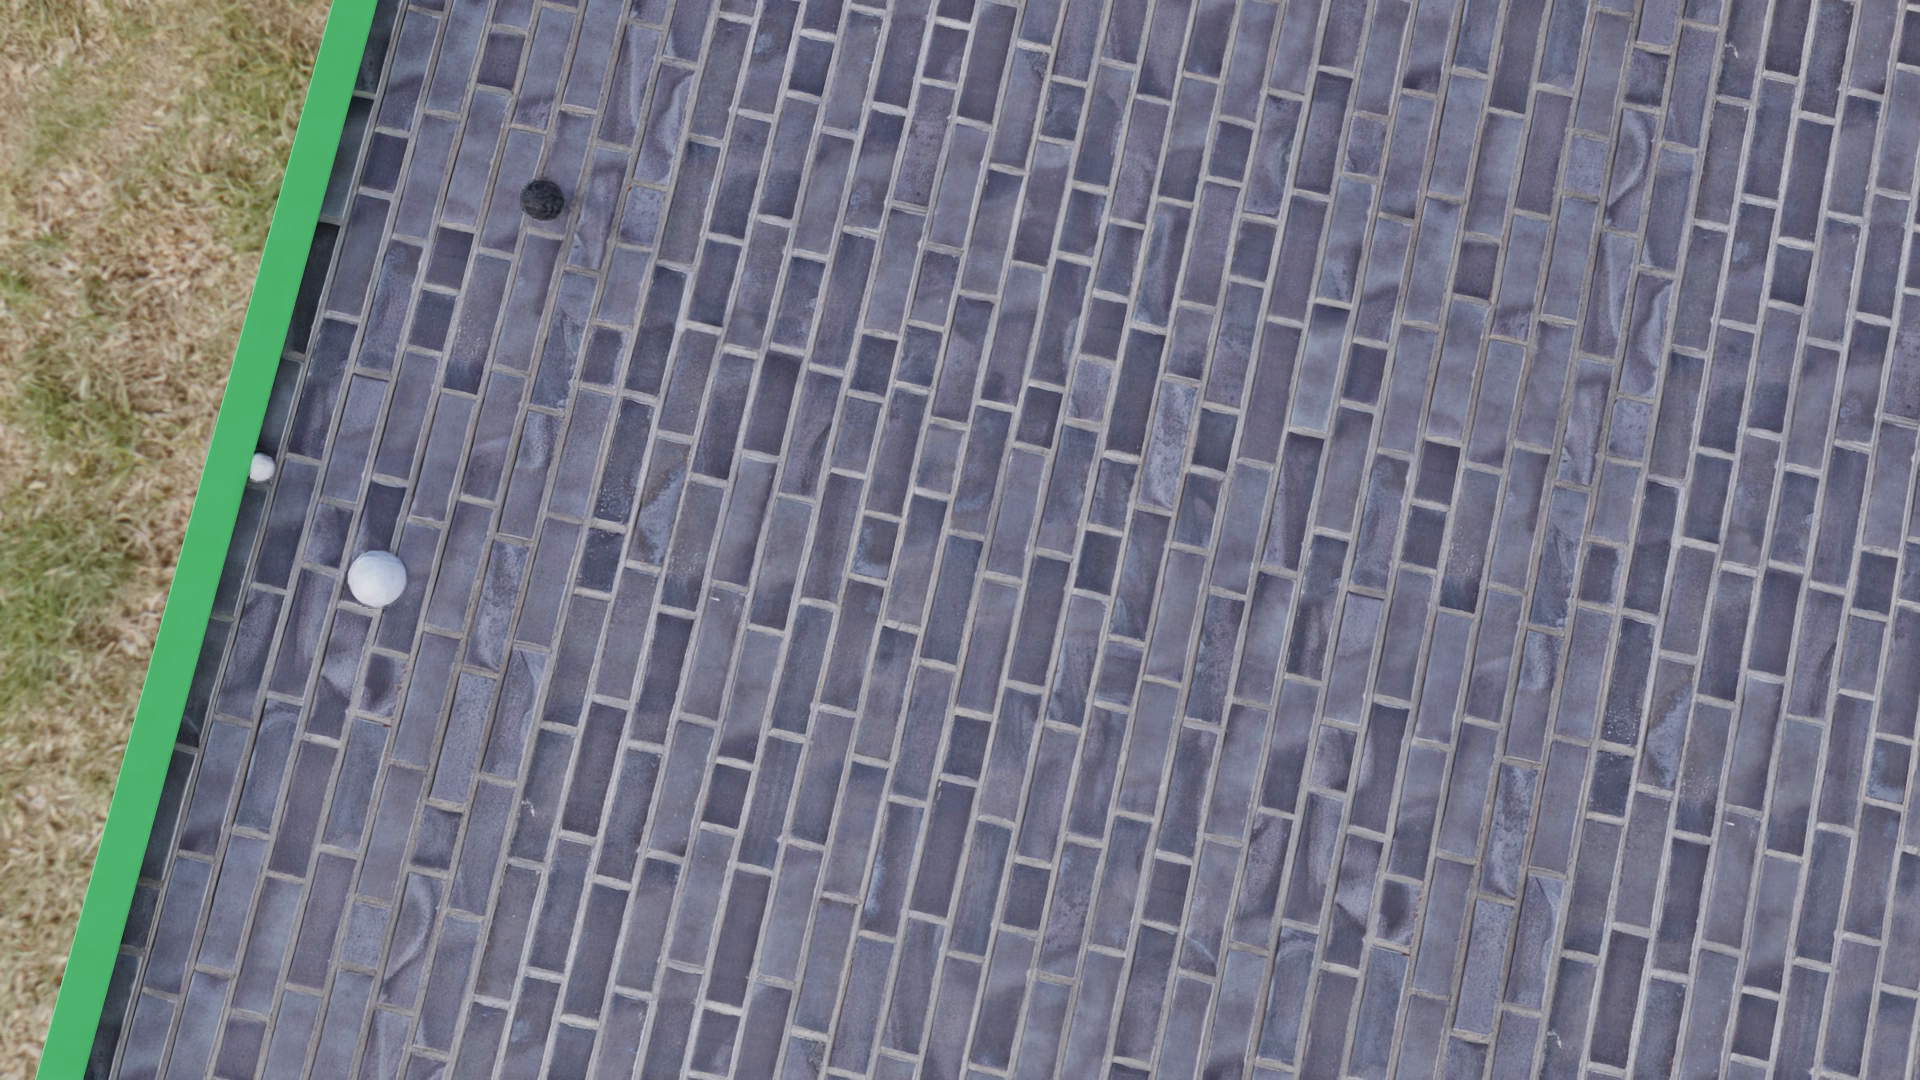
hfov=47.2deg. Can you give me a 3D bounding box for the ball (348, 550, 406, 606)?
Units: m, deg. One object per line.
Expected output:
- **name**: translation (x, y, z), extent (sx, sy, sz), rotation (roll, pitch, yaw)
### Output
- **ball**: translation (-0.862, 0.056, 3.253), extent (0.084, 0.084, 0.084), rotation (0, 82, 0)

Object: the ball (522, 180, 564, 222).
- **ball**: translation (-0.634, -0.517, 3.348), extent (0.063, 0.063, 0.063), rotation (0, 82, 0)

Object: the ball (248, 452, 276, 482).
- **ball**: translation (-1.050, -0.110, 3.298), extent (0.043, 0.043, 0.043), rotation (0, 82, 0)

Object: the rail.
- **rail**: translation (-1.049, -0.235, 3.282), extent (0.045, 0.109, 2.603), rotation (12, 82, 2)
